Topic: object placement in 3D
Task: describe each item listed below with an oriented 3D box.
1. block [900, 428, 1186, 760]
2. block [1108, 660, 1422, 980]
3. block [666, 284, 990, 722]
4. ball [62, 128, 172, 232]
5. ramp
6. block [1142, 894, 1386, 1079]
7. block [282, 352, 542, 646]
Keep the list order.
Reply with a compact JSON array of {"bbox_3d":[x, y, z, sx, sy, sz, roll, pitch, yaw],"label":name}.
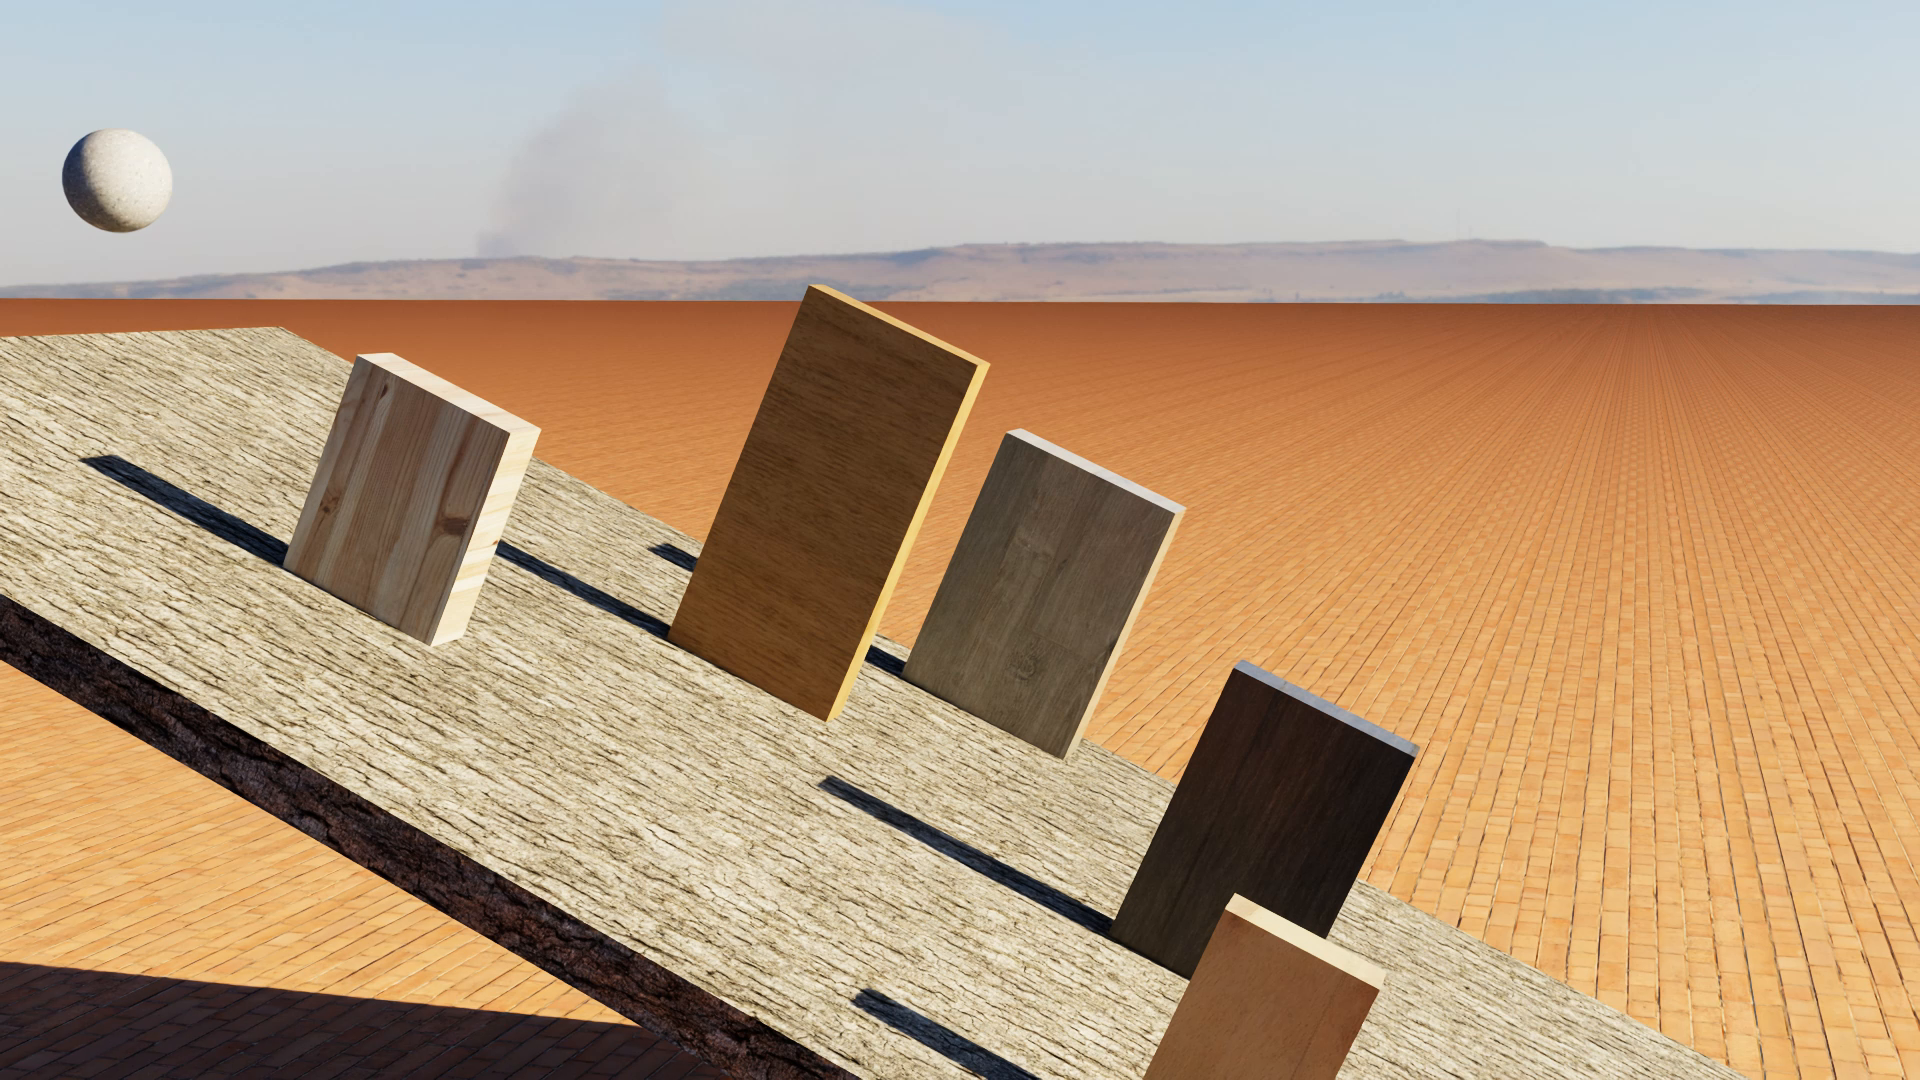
[{"bbox_3d":[0.181,0.118,4.868,0.412,0.606,0.122,26,13,13],"label":"block"},{"bbox_3d":[0.539,0.541,3.929,0.349,0.553,0.092,26,13,13],"label":"block"},{"bbox_3d":[-0.272,-0.073,4.436,0.382,0.792,0.085,26,13,13],"label":"block"},{"bbox_3d":[-1.647,-0.703,4.300,0.203,0.203,0.203,0,7,0],"label":"ball"},{"bbox_3d":[-0.282,0.487,4.180,4.000,0.100,2.000,26,13,13],"label":"ramp"},{"bbox_3d":[0.420,0.756,3.207,0.243,0.404,0.084,26,13,13],"label":"block"},{"bbox_3d":[-1.002,-0.076,4.011,0.333,0.426,0.113,26,13,13],"label":"block"}]
